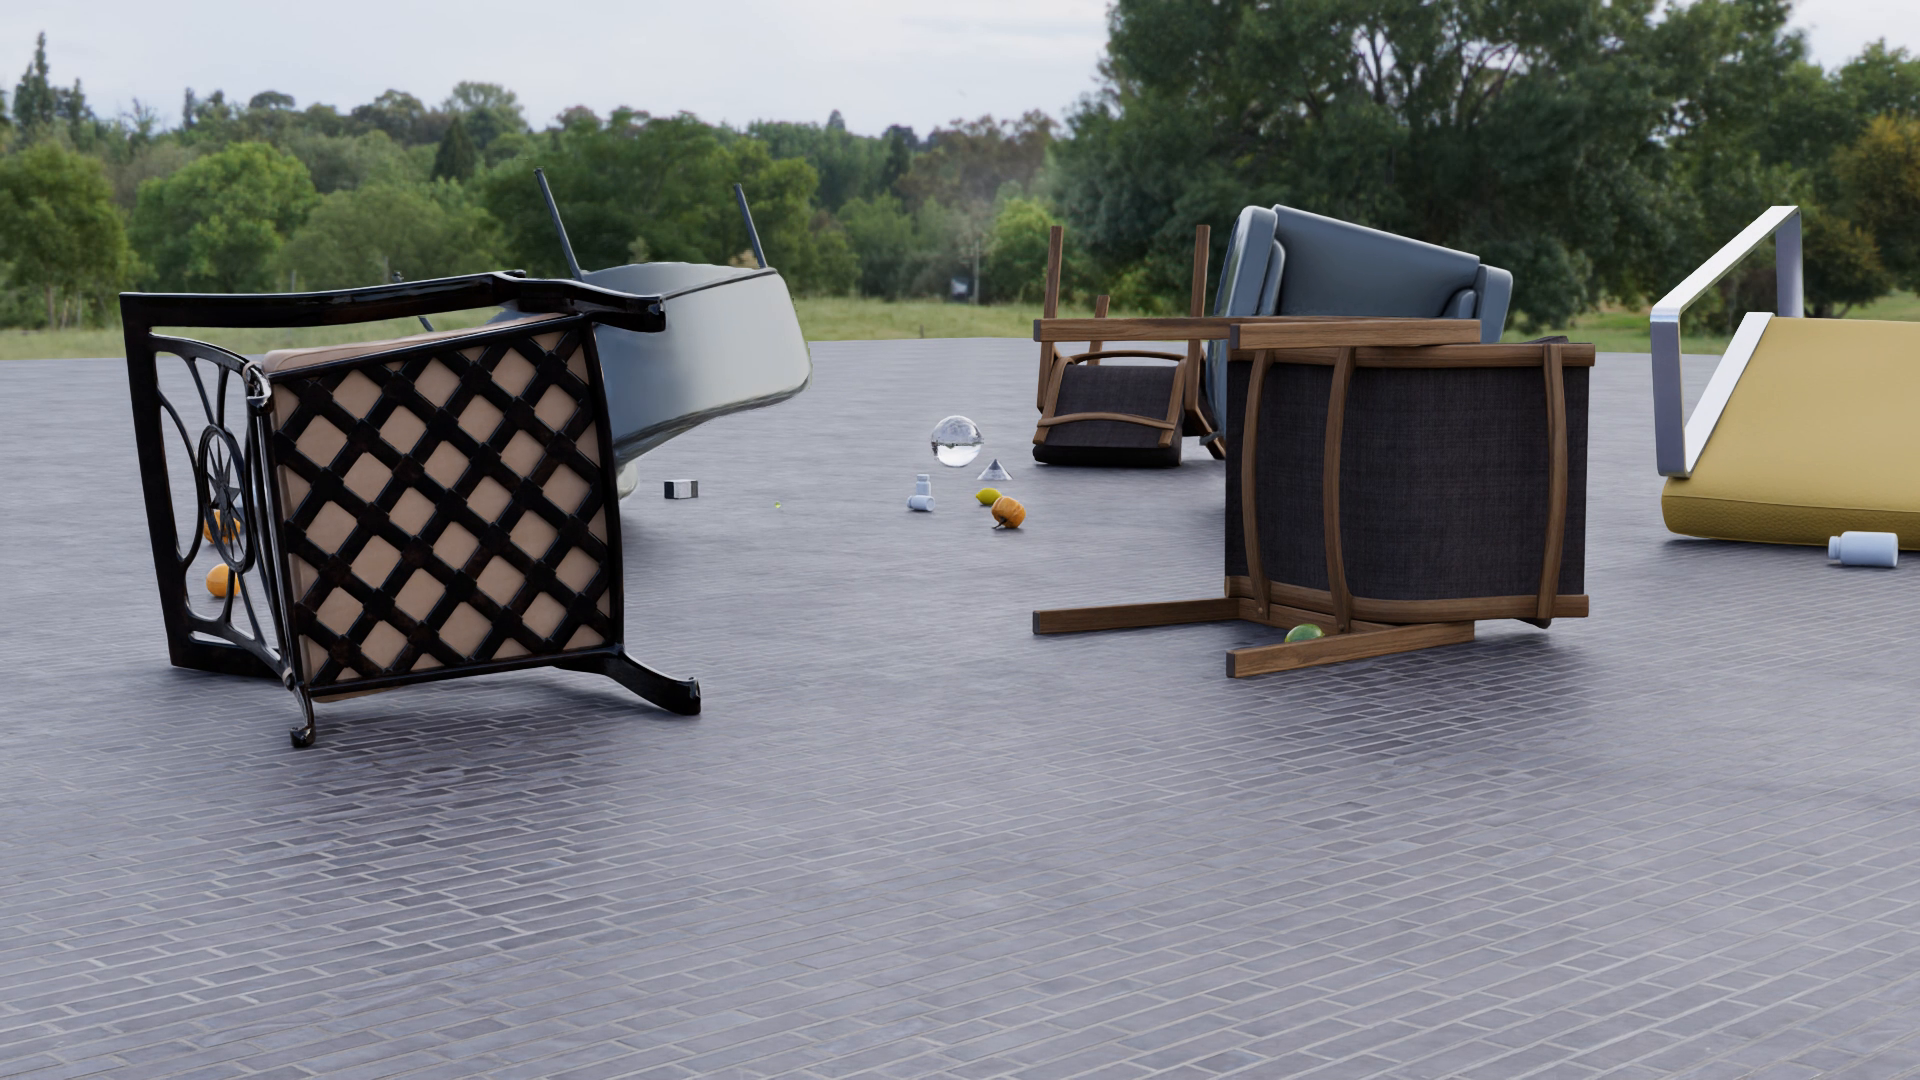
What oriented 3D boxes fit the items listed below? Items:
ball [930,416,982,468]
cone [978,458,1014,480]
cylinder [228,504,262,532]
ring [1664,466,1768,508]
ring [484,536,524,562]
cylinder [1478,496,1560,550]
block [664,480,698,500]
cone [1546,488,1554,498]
[{"bbox_3d":[-0.013,-0.340,8.850,0.177,0.177,0.177,0,6,0],"label":"ball"},{"bbox_3d":[0.115,-0.232,8.342,0.120,0.066,0.116,1,6,14],"label":"cone"},{"bbox_3d":[-1.855,-0.058,6.663,0.080,0.063,0.103,1,6,6],"label":"cylinder"},{"bbox_3d":[2.179,-0.152,7.387,0.399,0.105,0.226,-4,9,-41],"label":"ring"},{"bbox_3d":[-1.055,0.022,5.939,0.107,0.057,0.034,-20,1,-43],"label":"ring"},{"bbox_3d":[1.356,-0.041,6.213,0.192,0.123,0.091,-4,15,-36],"label":"cylinder"},{"bbox_3d":[-0.828,-0.151,7.616,0.059,0.053,0.084,4,7,37],"label":"block"},{"bbox_3d":[1.675,-0.122,7.292,0.051,0.062,0.057,-3,7,-29],"label":"cone"}]
